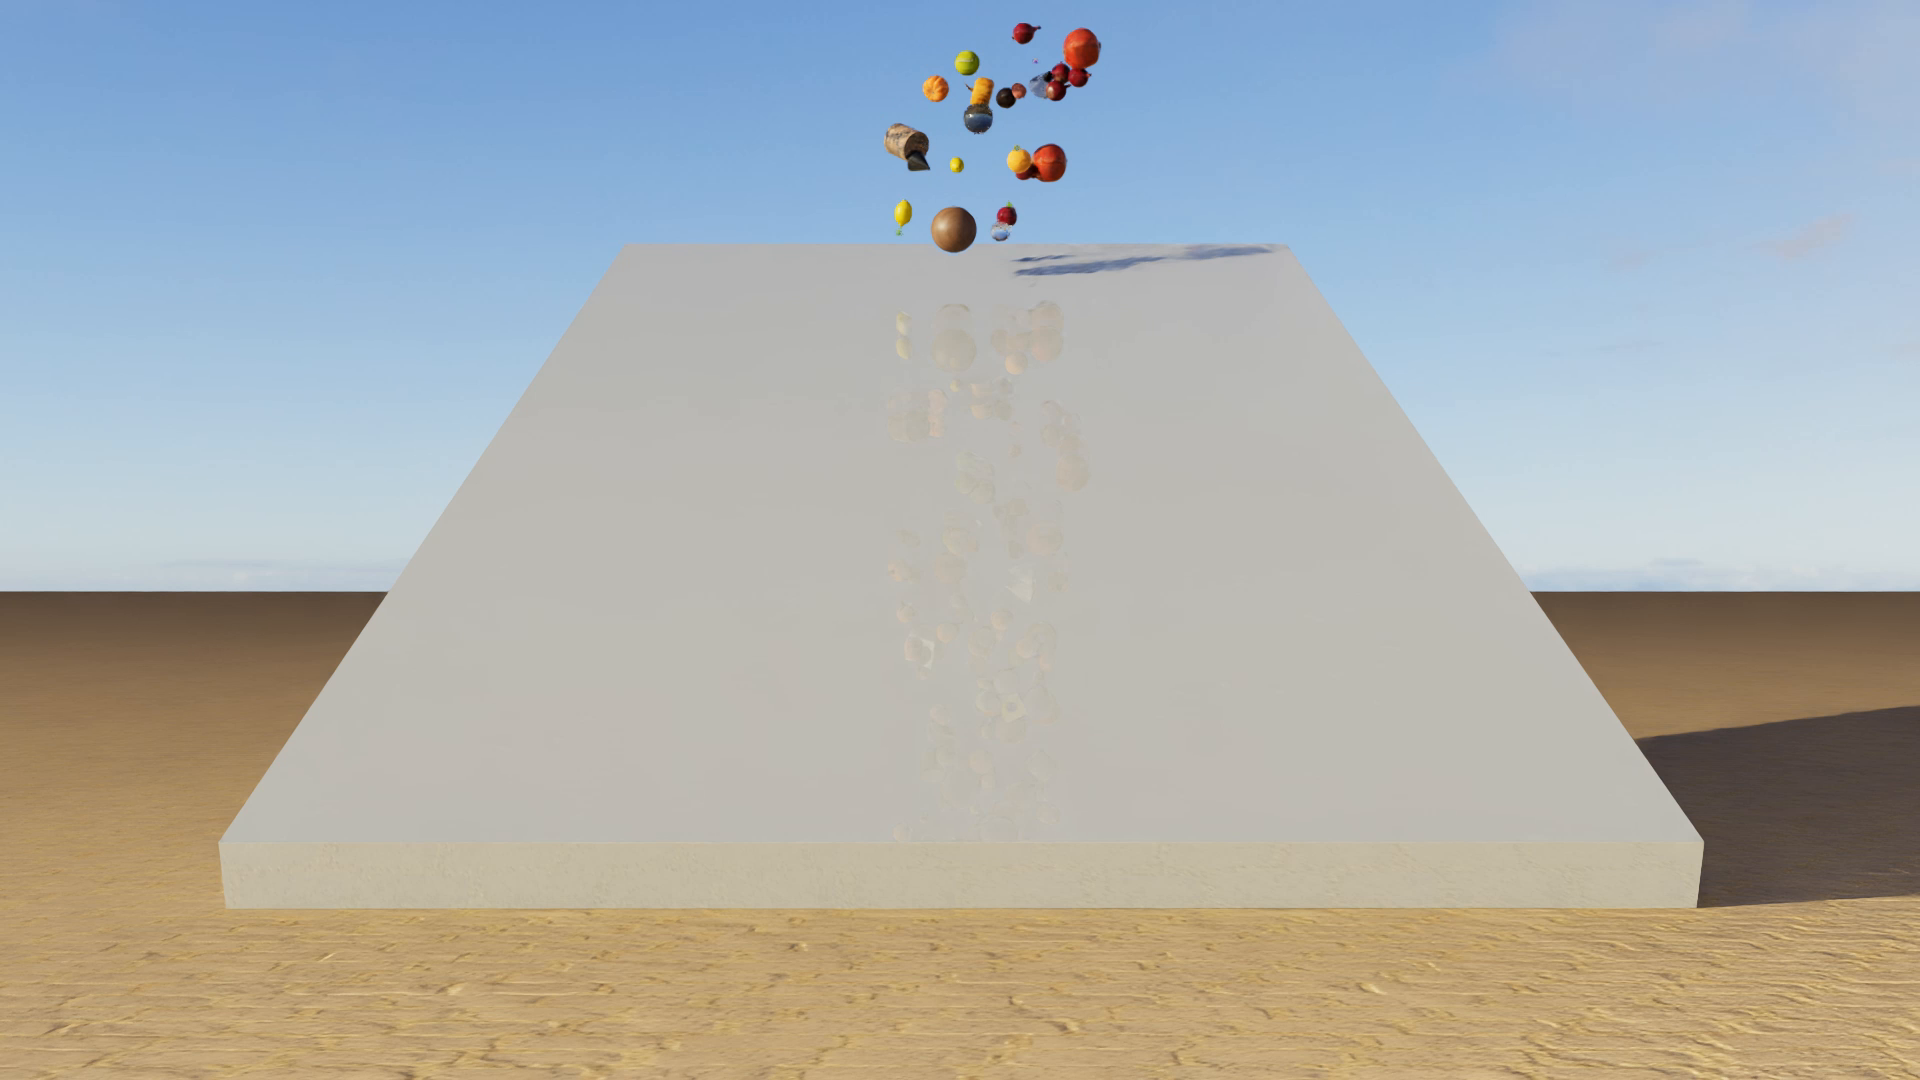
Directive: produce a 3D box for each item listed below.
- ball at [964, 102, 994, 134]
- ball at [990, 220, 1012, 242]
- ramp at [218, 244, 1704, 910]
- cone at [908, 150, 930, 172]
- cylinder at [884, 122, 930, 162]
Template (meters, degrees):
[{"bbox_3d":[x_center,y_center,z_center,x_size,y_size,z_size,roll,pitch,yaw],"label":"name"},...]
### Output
[{"bbox_3d":[0.054,-1.246,6.653,0.090,0.090,0.090,0,-1,0],"label":"ball"},{"bbox_3d":[0.116,-0.874,6.378,0.060,0.060,0.060,0,-1,0],"label":"ball"},{"bbox_3d":[-0.004,-0.198,4.938,2.000,0.100,4.000,0,19,0],"label":"ramp"},{"bbox_3d":[-0.102,-1.036,6.230,0.061,0.061,0.061,33,18,31],"label":"cone"},{"bbox_3d":[-0.149,-1.104,6.262,0.090,0.090,0.090,1,23,-44],"label":"cylinder"}]
